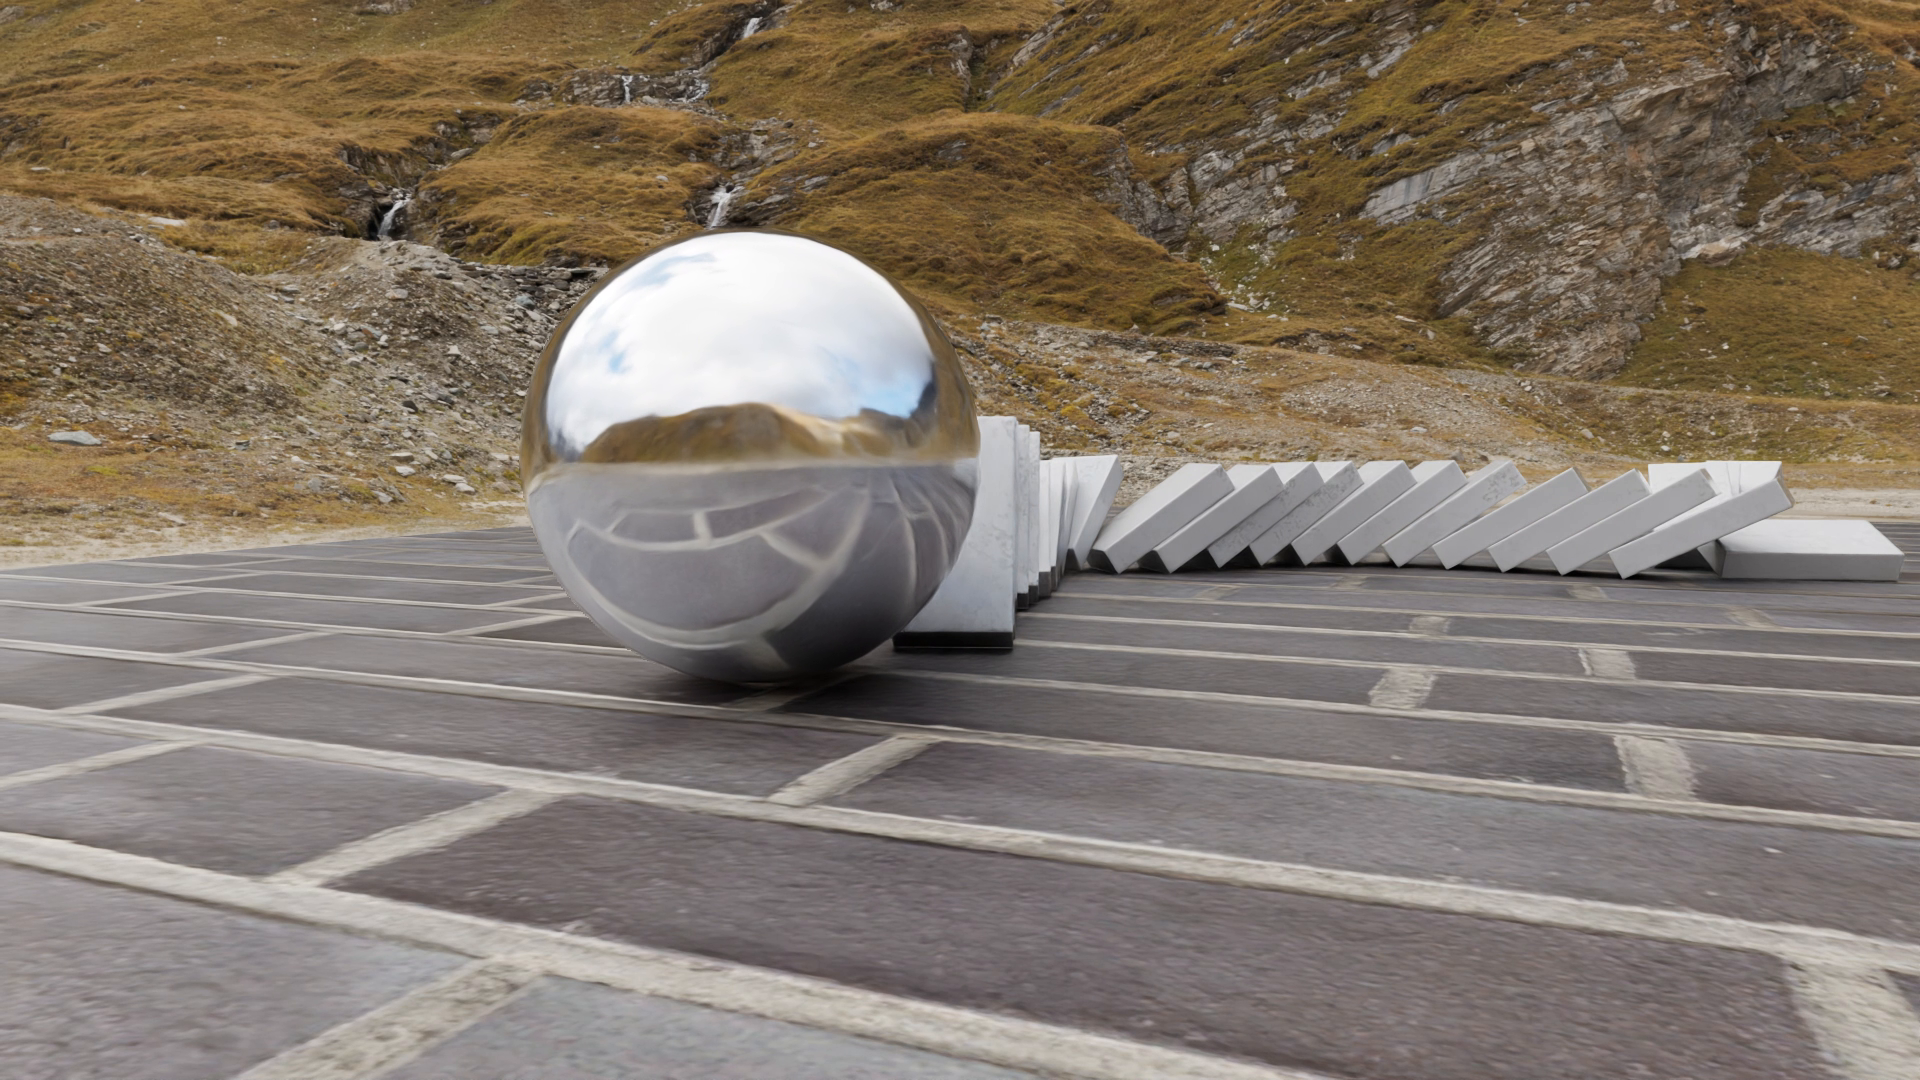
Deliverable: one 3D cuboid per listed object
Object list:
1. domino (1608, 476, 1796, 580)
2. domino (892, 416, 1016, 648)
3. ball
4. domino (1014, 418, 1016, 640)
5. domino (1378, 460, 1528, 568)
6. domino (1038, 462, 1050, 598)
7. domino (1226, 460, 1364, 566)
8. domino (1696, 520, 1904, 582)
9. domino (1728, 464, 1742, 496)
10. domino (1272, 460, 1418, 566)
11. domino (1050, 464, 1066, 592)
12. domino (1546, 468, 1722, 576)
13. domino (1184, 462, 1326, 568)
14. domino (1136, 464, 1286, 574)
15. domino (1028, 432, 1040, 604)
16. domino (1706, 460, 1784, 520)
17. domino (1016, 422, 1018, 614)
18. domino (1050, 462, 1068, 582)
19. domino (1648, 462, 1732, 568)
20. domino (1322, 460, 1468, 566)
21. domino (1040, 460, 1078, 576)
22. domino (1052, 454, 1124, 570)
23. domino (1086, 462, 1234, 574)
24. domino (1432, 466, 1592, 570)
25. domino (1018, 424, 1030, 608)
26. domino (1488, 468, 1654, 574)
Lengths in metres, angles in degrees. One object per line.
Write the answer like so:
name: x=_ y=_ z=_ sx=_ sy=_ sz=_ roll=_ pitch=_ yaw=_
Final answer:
domino: x=0.231 y=-0.004 z=0.400 sx=0.050 sy=0.009 sz=0.025 roll=-32 pitch=-14 yaw=33
domino: x=-0.001 y=-0.002 z=0.274 sx=0.025 sy=0.050 sz=0.009 roll=0 pitch=-24 yaw=3
ball: x=-0.036 y=-0.015 z=0.228 sx=0.080 sy=0.080 sz=0.080 roll=0 pitch=4 yaw=0
domino: x=0.000 y=-0.003 z=0.285 sx=0.025 sy=0.050 sz=0.009 roll=0 pitch=-24 yaw=3
domino: x=0.170 y=-0.009 z=0.447 sx=0.050 sy=0.009 sz=0.025 roll=-36 pitch=-4 yaw=12
domino: x=0.014 y=-0.004 z=0.371 sx=0.025 sy=0.009 sz=0.050 roll=0 pitch=40 yaw=4
domino: x=0.115 y=-0.010 z=0.453 sx=0.050 sy=0.010 sz=0.025 roll=-36 pitch=13 yaw=-14
domino: x=0.266 y=0.003 z=0.409 sx=0.050 sy=0.009 sz=0.025 roll=1 pitch=26 yaw=10
domino: x=0.267 y=-0.010 z=0.464 sx=0.025 sy=0.009 sz=0.050 roll=3 pitch=38 yaw=32
domino: x=0.134 y=-0.010 z=0.454 sx=0.050 sy=0.009 sz=0.025 roll=-35 pitch=8 yaw=-7
domino: x=0.018 y=-0.005 z=0.388 sx=0.025 sy=0.009 sz=0.050 roll=1 pitch=39 yaw=8
domino: x=0.216 y=-0.006 z=0.411 sx=0.050 sy=0.009 sz=0.025 roll=-35 pitch=-16 yaw=31
domino: x=0.100 y=-0.009 z=0.445 sx=0.050 sy=0.009 sz=0.025 roll=-36 pitch=13 yaw=-14
domino: x=0.083 y=-0.008 z=0.436 sx=0.050 sy=0.010 sz=0.025 roll=-35 pitch=12 yaw=-11
domino: x=0.009 y=-0.007 z=0.353 sx=0.025 sy=0.050 sz=0.009 roll=0 pitch=-32 yaw=4
domino: x=0.285 y=-0.011 z=0.476 sx=0.025 sy=0.009 sz=0.050 roll=4 pitch=40 yaw=45
domino: x=0.002 y=-0.006 z=0.328 sx=0.025 sy=0.050 sz=0.009 roll=0 pitch=-25 yaw=3
domino: x=0.020 y=-0.006 z=0.405 sx=0.025 sy=0.009 sz=0.050 roll=-1 pitch=39 yaw=9
domino: x=0.257 y=-0.009 z=0.450 sx=0.025 sy=0.009 sz=0.050 roll=-1 pitch=36 yaw=25
domino: x=0.152 y=-0.010 z=0.455 sx=0.050 sy=0.009 sz=0.025 roll=-35 pitch=4 yaw=-1
domino: x=0.024 y=-0.008 z=0.423 sx=0.025 sy=0.010 sz=0.050 roll=-1 pitch=39 yaw=13
domino: x=0.036 y=-0.010 z=0.439 sx=0.025 sy=0.009 sz=0.050 roll=-1 pitch=40 yaw=29
domino: x=0.066 y=-0.008 z=0.433 sx=0.050 sy=0.009 sz=0.025 roll=-36 pitch=13 yaw=-10
domino: x=0.186 y=-0.007 z=0.433 sx=0.050 sy=0.009 sz=0.025 roll=-34 pitch=-12 yaw=26
domino: x=0.006 y=-0.007 z=0.340 sx=0.025 sy=0.050 sz=0.009 roll=0 pitch=-27 yaw=3
domino: x=0.201 y=-0.007 z=0.423 sx=0.050 sy=0.009 sz=0.025 roll=-34 pitch=-13 yaw=27
